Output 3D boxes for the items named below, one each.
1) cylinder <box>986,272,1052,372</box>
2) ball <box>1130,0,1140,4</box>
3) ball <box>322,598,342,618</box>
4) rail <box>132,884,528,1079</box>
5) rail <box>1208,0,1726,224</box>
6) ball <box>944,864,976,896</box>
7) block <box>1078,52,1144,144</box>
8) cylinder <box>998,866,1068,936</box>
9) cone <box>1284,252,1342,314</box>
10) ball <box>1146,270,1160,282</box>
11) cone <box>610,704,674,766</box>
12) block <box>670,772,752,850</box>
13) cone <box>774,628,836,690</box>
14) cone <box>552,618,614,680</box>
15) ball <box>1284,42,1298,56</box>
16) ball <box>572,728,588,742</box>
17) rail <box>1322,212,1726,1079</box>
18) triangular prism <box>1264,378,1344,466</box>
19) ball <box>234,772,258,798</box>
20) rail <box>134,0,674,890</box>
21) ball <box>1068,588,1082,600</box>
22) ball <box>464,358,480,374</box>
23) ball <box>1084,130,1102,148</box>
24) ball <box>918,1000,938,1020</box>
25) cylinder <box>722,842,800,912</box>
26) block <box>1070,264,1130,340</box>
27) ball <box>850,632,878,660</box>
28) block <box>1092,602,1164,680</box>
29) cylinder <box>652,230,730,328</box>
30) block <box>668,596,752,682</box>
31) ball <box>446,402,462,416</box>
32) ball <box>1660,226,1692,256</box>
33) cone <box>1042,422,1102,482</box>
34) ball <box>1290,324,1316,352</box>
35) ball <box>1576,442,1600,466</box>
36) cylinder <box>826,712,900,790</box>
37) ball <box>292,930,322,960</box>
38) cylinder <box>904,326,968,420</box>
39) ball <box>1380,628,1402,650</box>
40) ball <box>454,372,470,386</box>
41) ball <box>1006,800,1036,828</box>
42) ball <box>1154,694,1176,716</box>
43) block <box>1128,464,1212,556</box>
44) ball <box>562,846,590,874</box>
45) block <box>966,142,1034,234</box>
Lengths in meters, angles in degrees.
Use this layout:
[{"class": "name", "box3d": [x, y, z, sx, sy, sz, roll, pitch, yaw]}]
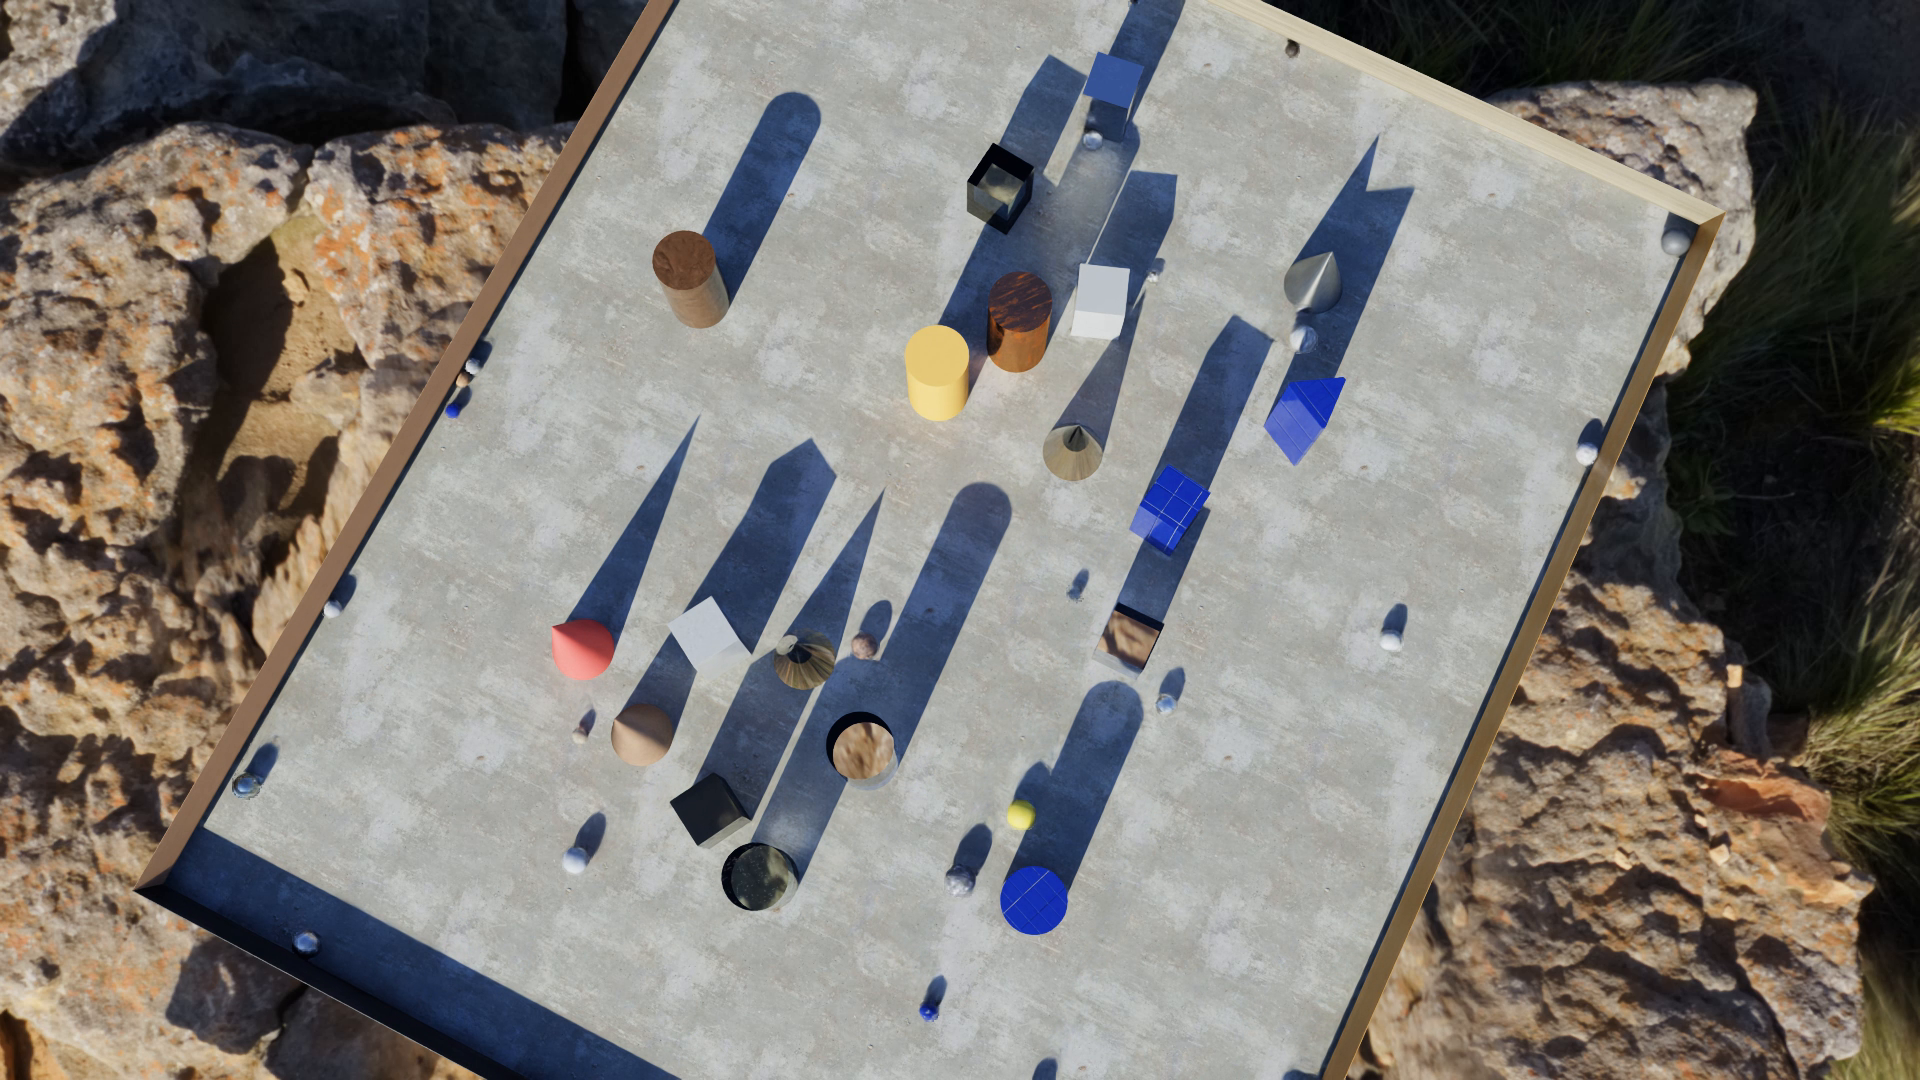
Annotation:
[{"class": "cylinder", "box3d": [0.176, -0.655, 5.546, 0.187, 0.403, 0.187, 0, 78, 0]}, {"class": "ball", "box3d": [0.570, -1.765, 5.960, 0.042, 0.042, 0.042, 0, 78, 0]}, {"class": "ball", "box3d": [-1.899, 0.205, 5.545, 0.057, 0.057, 0.057, 0, 78, 0]}, {"class": "rail", "box3d": [-0.883, 1.735, 5.194, 3.342, 0.122, 0.045, 26, 80, 5]}, {"class": "rail", "box3d": [0.883, -1.722, 5.909, 3.342, 0.122, 0.045, 26, 80, 5]}, {"class": "ball", "box3d": [0.001, 0.996, 5.363, 0.092, 0.092, 0.092, 0, 78, 0]}, {"class": "block", "box3d": [0.472, -1.390, 5.771, 0.150, 0.260, 0.150, 19, 79, 4]}, {"class": "cylinder", "box3d": [0.205, 1.032, 5.234, 0.187, 0.330, 0.187, 0, 78, 0]}, {"class": "cone", "box3d": [1.115, -0.834, 5.632, 0.187, 0.307, 0.187, 0, 78, 0]}, {"class": "ball", "box3d": [0.608, -0.831, 5.768, 0.040, 0.040, 0.040, 0, 78, 0]}, {"class": "cone", "box3d": [-0.953, 0.538, 5.274, 0.187, 0.452, 0.187, 0, 78, 0]}, {"class": "block", "box3d": [-0.722, 0.789, 5.325, 0.150, 0.251, 0.150, -33, 80, -7]}, {"class": "cone", "box3d": [-0.471, 0.327, 5.387, 0.187, 0.316, 0.187, 0, 78, 0]}, {"class": "cone", "box3d": [-1.140, 0.286, 5.332, 0.187, 0.442, 0.187, 0, 78, 0]}, {"class": "ball", "box3d": [1.071, -1.584, 5.921, 0.044, 0.044, 0.044, 0, 78, 0]}, {"class": "ball", "box3d": [-1.136, 0.583, 5.474, 0.044, 0.044, 0.044, 0, 78, 0]}, {"class": "rail", "box3d": [1.474, 0.728, 5.403, 0.045, 0.122, 3.995, 26, 80, 5]}, {"class": "triangular prism", "box3d": [1.047, -0.378, 5.464, 0.141, 0.451, 0.162, -35, 80, -7]}, {"class": "ball", "box3d": [-2.116, 0.726, 5.430, 0.071, 0.071, 0.071, 0, 78, 0]}, {"class": "rail", "box3d": [-1.474, -0.715, 5.701, 0.045, 0.122, 3.995, 26, 80, 5]}, {"class": "ball", "box3d": [0.348, 0.164, 5.561, 0.042, 0.042, 0.042, 0, 78, 0]}, {"class": "ball", "box3d": [-1.516, -0.542, 5.703, 0.049, 0.049, 0.049, 0, 78, 0]}, {"class": "ball", "box3d": [0.423, -1.278, 5.851, 0.058, 0.058, 0.058, 0, 78, 0]}, {"class": "ball", "box3d": [-0.093, 1.362, 5.307, 0.054, 0.054, 0.054, 0, 78, 0]}, {"class": "cylinder", "box3d": [-0.568, 0.967, 5.244, 0.187, 0.338, 0.187, 0, 78, 0]}, {"class": "block", "box3d": [0.430, -0.731, 5.646, 0.150, 0.238, 0.150, 6, 78, 1]}, {"class": "ball", "box3d": [-0.287, 0.319, 5.508, 0.083, 0.083, 0.083, 0, 78, 0]}, {"class": "block", "box3d": [0.496, 0.302, 5.436, 0.150, 0.231, 0.150, 25, 79, 5]}, {"class": "cylinder", "box3d": [-0.817, -0.791, 5.596, 0.187, 0.361, 0.187, 0, 78, 0]}, {"class": "block", "box3d": [-0.734, 0.294, 5.389, 0.150, 0.327, 0.150, -33, 80, -6]}, {"class": "ball", "box3d": [-1.568, -0.404, 5.677, 0.046, 0.046, 0.046, 0, 78, 0]}, {"class": "ball", "box3d": [2.252, -0.938, 5.764, 0.091, 0.091, 0.091, 0, 78, 0]}, {"class": "cone", "box3d": [0.349, -0.305, 5.519, 0.187, 0.313, 0.187, 0, 78, 0]}, {"class": "ball", "box3d": [1.067, -0.628, 5.703, 0.084, 0.084, 0.084, 0, 78, 0]}, {"class": "ball", "box3d": [1.930, -0.264, 5.636, 0.069, 0.069, 0.069, 0, 78, 0]}, {"class": "cylinder", "box3d": [-0.276, 0.610, 5.263, 0.187, 0.446, 0.187, 0, 78, 0]}, {"class": "ball", "box3d": [-1.898, 1.177, 5.331, 0.082, 0.082, 0.082, 0, 78, 0]}, {"class": "cylinder", "box3d": [-0.067, -0.499, 5.528, 0.187, 0.374, 0.187, 0, 78, 0]}, {"class": "ball", "box3d": [1.297, 0.301, 5.521, 0.066, 0.066, 0.066, 0, 78, 0]}, {"class": "ball", "box3d": [-1.547, -0.501, 5.696, 0.048, 0.048, 0.048, 0, 78, 0]}, {"class": "ball", "box3d": [0.181, 0.808, 5.405, 0.086, 0.086, 0.086, 0, 78, 0]}, {"class": "ball", "box3d": [0.614, 0.494, 5.480, 0.067, 0.067, 0.067, 0, 78, 0]}, {"class": "block", "box3d": [0.623, -0.085, 5.462, 0.150, 0.336, 0.150, 35, 80, 7]}, {"class": "ball", "box3d": [-1.128, 0.940, 5.383, 0.077, 0.077, 0.077, 0, 78, 0]}, {"class": "block", "box3d": [0.125, -1.093, 5.718, 0.150, 0.245, 0.150, 32, 80, 6]}]
